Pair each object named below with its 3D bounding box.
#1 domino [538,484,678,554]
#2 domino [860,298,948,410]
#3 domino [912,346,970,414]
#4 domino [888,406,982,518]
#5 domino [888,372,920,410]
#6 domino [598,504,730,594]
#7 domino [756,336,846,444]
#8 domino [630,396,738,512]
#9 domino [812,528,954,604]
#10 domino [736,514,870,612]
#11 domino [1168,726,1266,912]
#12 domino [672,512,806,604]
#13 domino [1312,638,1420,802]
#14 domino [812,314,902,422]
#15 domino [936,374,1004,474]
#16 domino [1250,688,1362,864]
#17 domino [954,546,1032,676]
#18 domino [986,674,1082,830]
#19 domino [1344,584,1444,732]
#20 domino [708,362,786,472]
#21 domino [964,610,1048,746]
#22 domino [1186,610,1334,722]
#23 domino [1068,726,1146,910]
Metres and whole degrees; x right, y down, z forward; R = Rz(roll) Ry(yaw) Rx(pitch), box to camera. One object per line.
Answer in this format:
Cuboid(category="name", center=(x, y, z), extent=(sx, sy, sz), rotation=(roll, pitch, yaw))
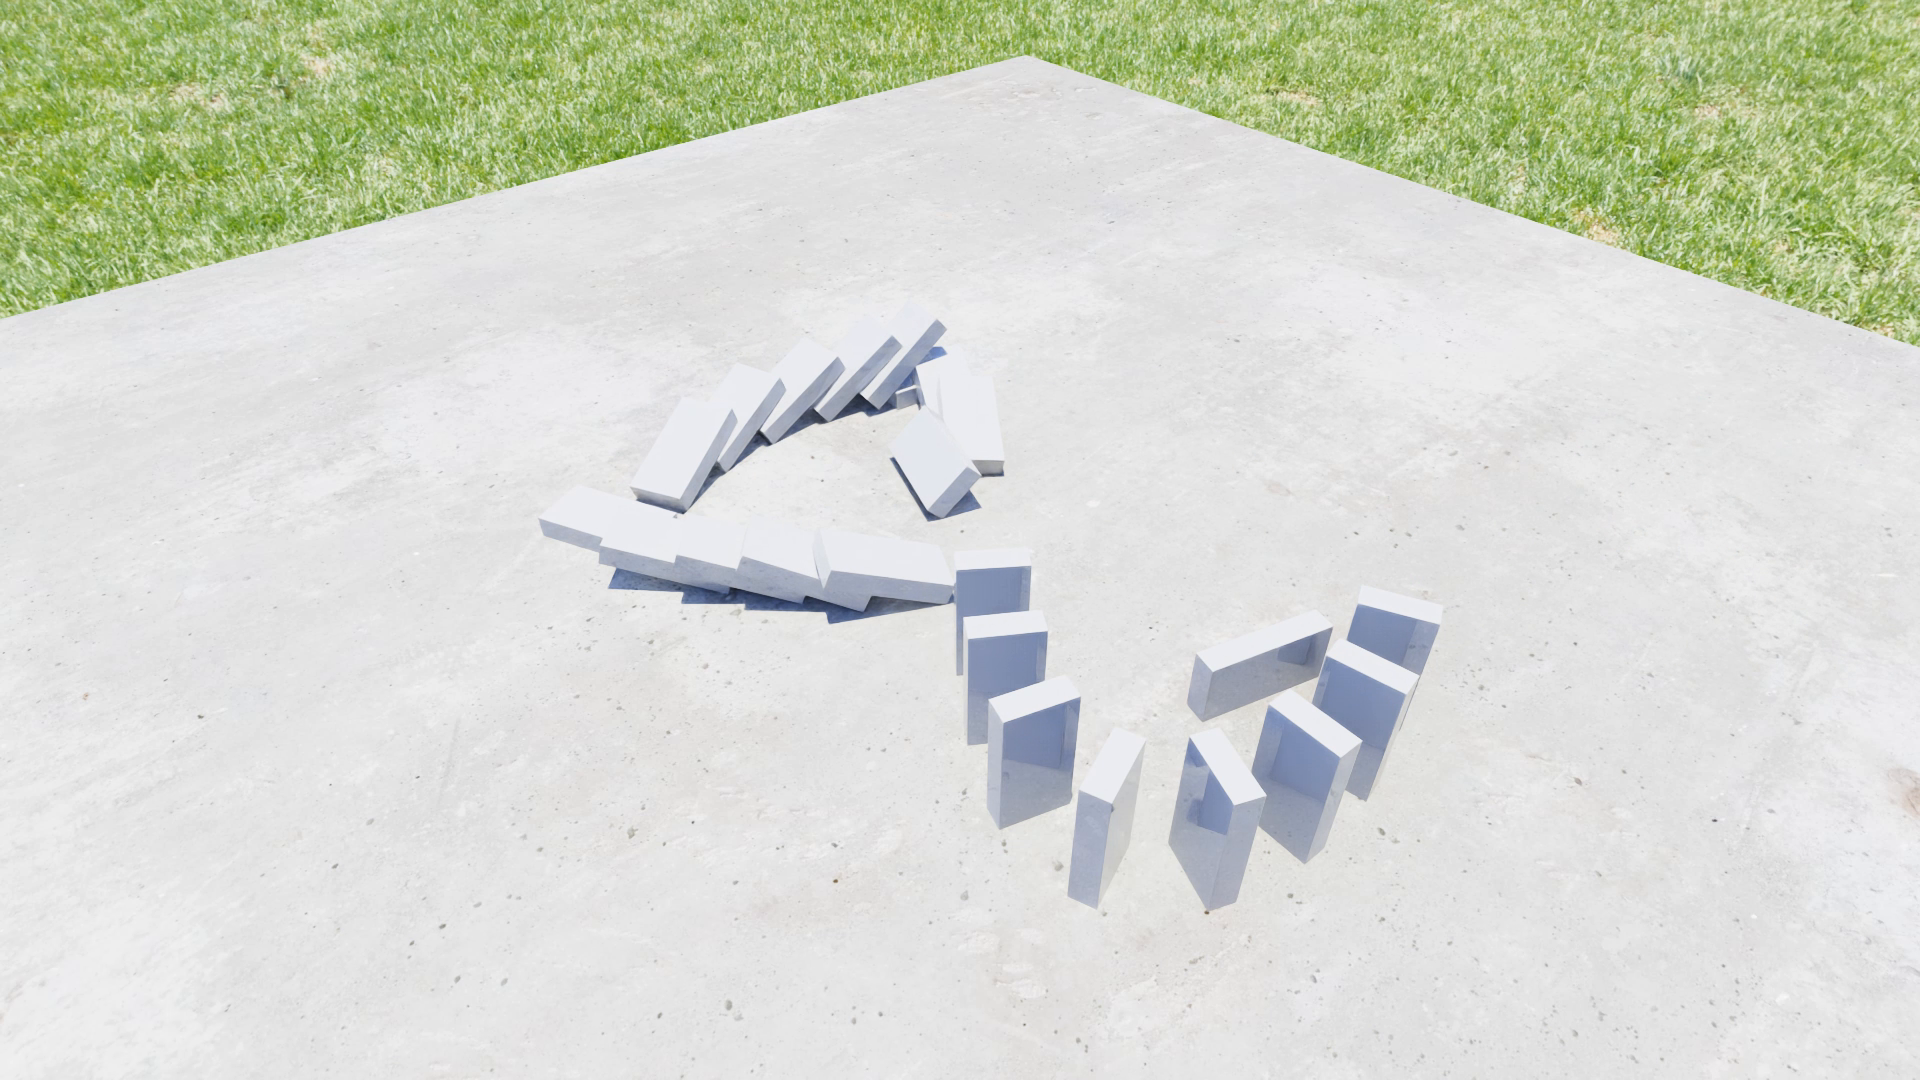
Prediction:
Cuboid(category="domino", center=(-0.144, -0.006, 0.451), extent=(0.050, 0.010, 0.025), rotation=(15, 42, 18))
Cuboid(category="domino", center=(-0.031, -0.089, 0.525), extent=(0.050, 0.010, 0.025), rotation=(-49, 48, 4))
Cuboid(category="domino", center=(-0.007, -0.071, 0.520), extent=(0.025, 0.010, 0.050), rotation=(-5, 53, -13))
Cuboid(category="domino", center=(-0.012, -0.034, 0.473), extent=(0.025, 0.009, 0.050), rotation=(-47, 42, 14))
Cuboid(category="domino", center=(-0.033, -0.083, 0.545), extent=(0.025, 0.010, 0.050), rotation=(-22, 44, -24))
Cuboid(category="domino", center=(-0.112, 0.004, 0.428), extent=(0.050, 0.009, 0.025), rotation=(14, 39, -8))
Cuboid(category="domino", center=(-0.080, -0.070, 0.513), extent=(0.025, 0.010, 0.050), rotation=(33, 75, 34))
Cuboid(category="domino", center=(-0.119, -0.038, 0.477), extent=(0.025, 0.009, 0.050), rotation=(14, 61, 16))
Cuboid(category="domino", center=(-0.029, 0.010, 0.417), extent=(0.050, 0.010, 0.025), rotation=(8, 34, -26))
Cuboid(category="domino", center=(-0.058, 0.009, 0.418), extent=(0.050, 0.009, 0.025), rotation=(18, 36, -14))
Cuboid(category="domino", center=(0.072, 0.080, 0.314), extent=(0.010, 0.050, 0.025), rotation=(-12, 41, -14))
Cuboid(category="domino", center=(-0.083, 0.007, 0.422), extent=(0.050, 0.009, 0.025), rotation=(15, 37, -14))
Cuboid(category="domino", center=(0.122, 0.057, 0.342), extent=(0.025, 0.050, 0.009), rotation=(28, 47, 30))
Cuboid(category="domino", center=(-0.053, -0.082, 0.522), extent=(0.050, 0.010, 0.025), rotation=(-45, 48, 3))
Cuboid(category="domino", center=(0.004, -0.052, 0.495), extent=(0.025, 0.010, 0.050), rotation=(0, 55, -10))
Cuboid(category="domino", center=(0.100, 0.071, 0.325), extent=(0.010, 0.050, 0.025), rotation=(-27, 46, -29))
Cuboid(category="domino", center=(0.011, 0.025, 0.380), extent=(0.025, 0.050, 0.010), rotation=(-3, 39, -4))
Cuboid(category="domino", center=(0.022, 0.065, 0.332), extent=(0.025, 0.050, 0.009), rotation=(-16, 42, -18))
Cuboid(category="domino", center=(0.139, 0.040, 0.363), extent=(0.025, 0.050, 0.010), rotation=(15, 42, 18))
Cuboid(category="domino", center=(-0.103, -0.056, 0.498), extent=(0.025, 0.010, 0.050), rotation=(21, 65, 23))
Cuboid(category="domino", center=(0.014, 0.045, 0.356), extent=(0.025, 0.050, 0.009), rotation=(-5, 40, -6))
Cuboid(category="domino", center=(0.103, 0.043, 0.379), extent=(0.050, 0.025, 0.010), rotation=(-17, 42, -19))
Cuboid(category="domino", center=(0.042, 0.080, 0.314), extent=(0.009, 0.050, 0.025), rotation=(19, 43, 22))
